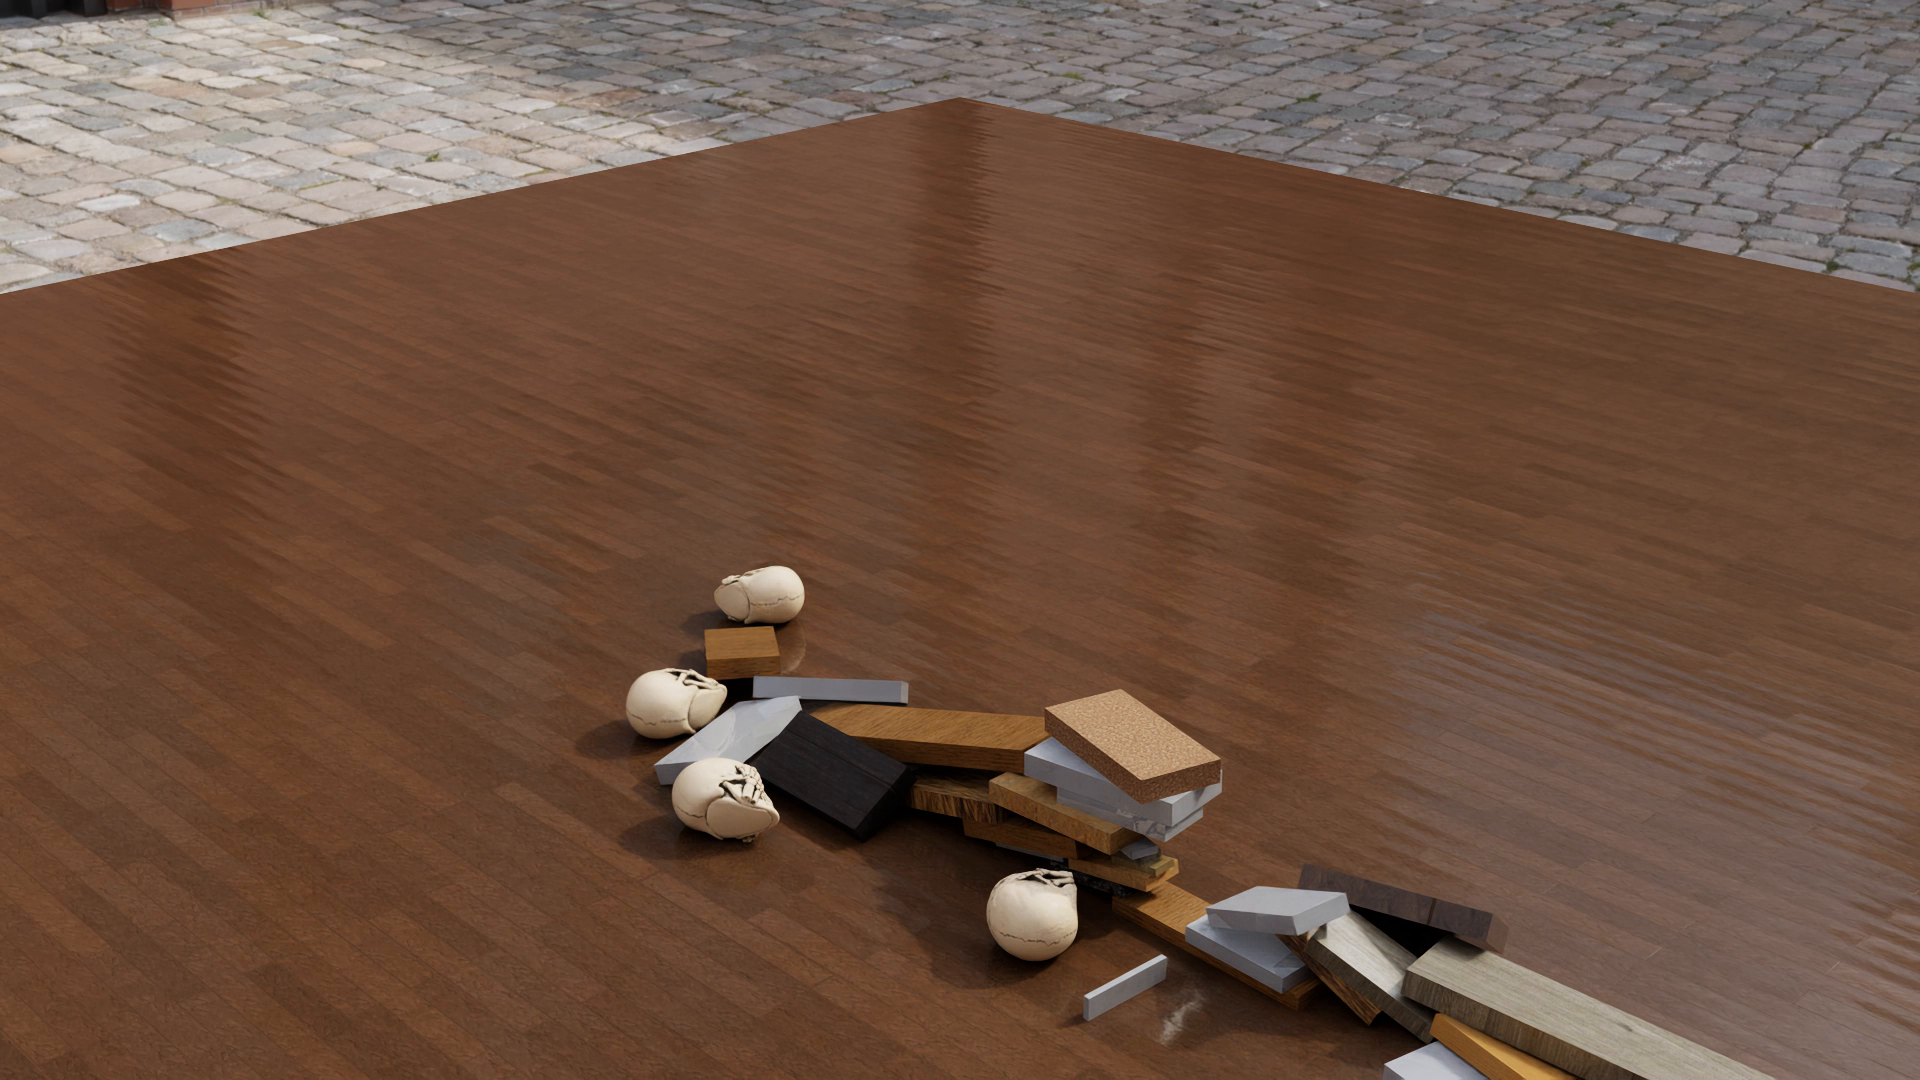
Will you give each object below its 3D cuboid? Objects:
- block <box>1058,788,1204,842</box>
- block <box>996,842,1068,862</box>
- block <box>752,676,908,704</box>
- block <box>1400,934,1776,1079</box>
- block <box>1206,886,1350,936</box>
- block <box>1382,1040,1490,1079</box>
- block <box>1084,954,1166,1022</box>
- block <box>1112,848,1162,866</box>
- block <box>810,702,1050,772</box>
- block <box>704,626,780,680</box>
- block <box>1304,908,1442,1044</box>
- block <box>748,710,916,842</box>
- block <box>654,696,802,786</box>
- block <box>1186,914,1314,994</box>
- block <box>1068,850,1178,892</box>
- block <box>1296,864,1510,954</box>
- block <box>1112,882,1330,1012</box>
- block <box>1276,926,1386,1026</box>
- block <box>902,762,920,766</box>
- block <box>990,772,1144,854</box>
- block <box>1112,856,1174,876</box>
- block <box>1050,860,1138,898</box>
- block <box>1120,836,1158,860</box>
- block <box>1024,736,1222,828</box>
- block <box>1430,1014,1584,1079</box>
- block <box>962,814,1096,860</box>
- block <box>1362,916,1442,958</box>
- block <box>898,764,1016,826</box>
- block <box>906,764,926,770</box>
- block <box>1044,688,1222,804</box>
[{"bbox_3d":[0.317,0.489,4.112,0.247,0.035,0.123,16,27,37],"label":"block"},{"bbox_3d":[0.167,0.584,4.295,0.095,0.027,0.191,-20,17,-39],"label":"block"},{"bbox_3d":[-0.282,0.330,4.835,0.322,0.046,0.161,2,-5,4],"label":"block"},{"bbox_3d":[1.059,0.832,3.638,0.639,0.049,0.172,21,24,30],"label":"block"},{"bbox_3d":[0.559,0.654,3.883,0.123,0.035,0.247,-16,3,-31],"label":"block"},{"bbox_3d":[0.825,0.911,3.567,0.130,0.037,0.261,-14,27,-30],"label":"block"},{"bbox_3d":[0.290,0.784,3.854,0.192,0.046,0.013,-19,29,-37],"label":"block"},{"bbox_3d":[0.320,0.579,4.117,0.054,0.015,0.107,-19,21,-36],"label":"block"},{"bbox_3d":[-0.074,0.402,4.522,0.687,0.047,0.167,0,17,43],"label":"block"},{"bbox_3d":[-0.498,0.255,5.008,0.161,0.046,0.322,-3,10,-7],"label":"block"},{"bbox_3d":[0.737,0.750,3.816,0.261,0.037,0.131,36,36,18],"label":"block"},{"bbox_3d":[-0.261,0.477,4.472,0.335,0.047,0.167,22,63,42],"label":"block"},{"bbox_3d":[-0.485,0.421,4.646,0.161,0.046,0.322,-8,16,32],"label":"block"},{"bbox_3d":[0.524,0.727,3.925,0.113,0.032,0.225,-20,30,-39],"label":"block"},{"bbox_3d":[0.307,0.611,4.144,0.191,0.027,0.095,10,23,44],"label":"block"},{"bbox_3d":[0.793,0.659,3.933,0.345,0.049,0.172,12,-12,27],"label":"block"},{"bbox_3d":[0.477,0.728,4.004,0.113,0.032,0.443,-20,30,-39],"label":"block"},{"bbox_3d":[0.672,0.740,3.853,0.112,0.032,0.225,-17,51,-44],"label":"block"},{"bbox_3d":[-0.108,0.441,4.531,0.061,0.017,0.121,-22,16,-39],"label":"block"},{"bbox_3d":[0.220,0.501,4.192,0.309,0.044,0.154,19,29,41],"label":"block"},{"bbox_3d":[0.341,0.598,4.100,0.107,0.015,0.054,10,23,44],"label":"block"},{"bbox_3d":[0.275,0.629,4.189,0.095,0.027,0.191,-20,22,-40],"label":"block"},{"bbox_3d":[0.321,0.565,4.109,0.054,0.015,0.107,-12,17,-20],"label":"block"},{"bbox_3d":[0.305,0.437,4.132,0.335,0.047,0.167,16,27,36],"label":"block"},{"bbox_3d":[0.914,0.861,3.629,0.131,0.037,0.261,7,15,-34],"label":"block"},{"bbox_3d":[0.167,0.551,4.279,0.154,0.044,0.309,-21,17,-40],"label":"block"},{"bbox_3d":[0.768,0.728,4.000,0.247,0.035,0.123,6,24,13],"label":"block"},{"bbox_3d":[0.015,0.501,4.404,0.309,0.044,0.154,4,19,46],"label":"block"},{"bbox_3d":[-0.122,0.470,4.557,0.061,0.017,0.121,-21,2,-38],"label":"block"},{"bbox_3d":[0.320,0.384,4.134,0.172,0.049,0.345,-12,24,-26],"label":"block"}]
